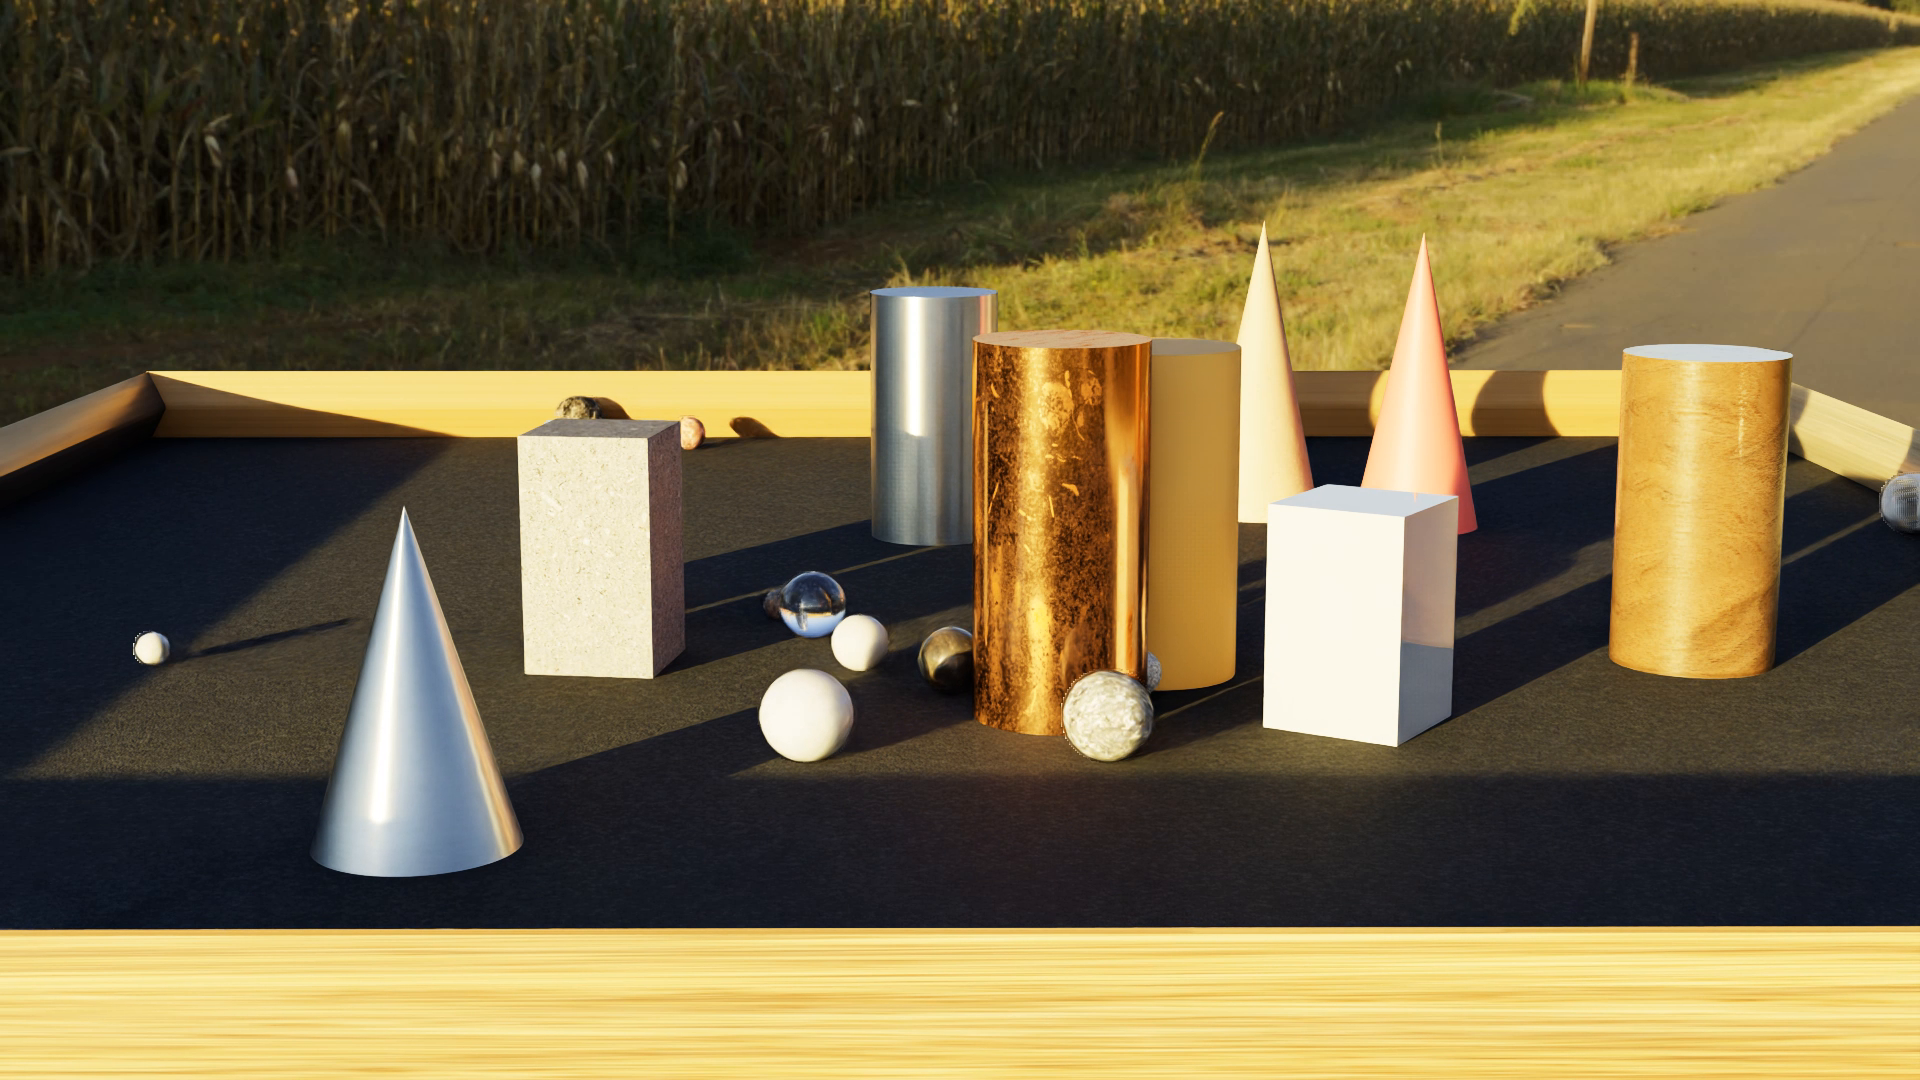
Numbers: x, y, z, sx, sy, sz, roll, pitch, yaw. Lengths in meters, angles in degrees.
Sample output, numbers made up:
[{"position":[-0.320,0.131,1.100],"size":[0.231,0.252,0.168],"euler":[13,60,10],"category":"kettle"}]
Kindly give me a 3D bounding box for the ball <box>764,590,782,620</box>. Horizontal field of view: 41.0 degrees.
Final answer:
[{"position":[-0.240,0.086,3.408],"size":[0.042,0.042,0.042],"euler":[0,10,0],"category":"ball"}]

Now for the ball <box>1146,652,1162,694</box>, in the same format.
[{"position":[0.208,0.155,2.999],"size":[0.056,0.056,0.056],"euler":[0,10,0],"category":"ball"}]

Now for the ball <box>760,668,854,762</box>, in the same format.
[{"position":[-0.162,0.185,2.714],"size":[0.099,0.099,0.099],"euler":[0,10,0],"category":"ball"}]

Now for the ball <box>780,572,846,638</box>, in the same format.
[{"position":[-0.189,0.084,3.300],"size":[0.086,0.086,0.086],"euler":[0,10,0],"category":"ball"}]

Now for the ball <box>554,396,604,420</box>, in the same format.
[{"position":[-0.742,-0.235,5.001],"size":[0.094,0.094,0.094],"euler":[0,10,0],"category":"ball"}]

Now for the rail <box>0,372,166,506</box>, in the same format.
[{"position":[-1.573,0.035,3.440],"size":[0.045,0.129,3.339],"euler":[0,10,0],"category":"rail"}]

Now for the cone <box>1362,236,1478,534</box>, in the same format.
[{"position":[0.730,-0.254,4.075],"size":[0.199,0.469,0.199],"euler":[0,10,0],"category":"cone"}]

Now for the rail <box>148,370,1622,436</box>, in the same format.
[{"position":[-0.009,-0.266,5.067],"size":[3.193,0.129,0.045],"euler":[0,10,0],"category":"rail"}]

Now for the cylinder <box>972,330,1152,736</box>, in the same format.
[{"position":[0.113,-0.013,2.883],"size":[0.199,0.428,0.199],"euler":[0,10,0],"category":"cylinder"}]

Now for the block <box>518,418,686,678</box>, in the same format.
[{"position":[-0.437,0.007,3.151],"size":[0.159,0.291,0.159],"euler":[2,11,8],"category":"block"}]

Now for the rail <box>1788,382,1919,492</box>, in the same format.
[{"position":[1.573,0.032,3.458],"size":[0.045,0.129,3.339],"euler":[0,10,0],"category":"rail"}]

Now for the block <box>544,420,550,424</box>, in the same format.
[{"position":[-0.488,-0.031,3.483],"size":[0.159,0.245,0.159],"euler":[0,10,-1],"category":"block"}]

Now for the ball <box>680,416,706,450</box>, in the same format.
[{"position":[-0.520,-0.205,4.923],"size":[0.063,0.063,0.063],"euler":[0,10,0],"category":"ball"}]

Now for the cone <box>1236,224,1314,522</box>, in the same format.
[{"position":[0.493,-0.282,4.195],"size":[0.199,0.479,0.199],"euler":[0,10,0],"category":"cone"}]

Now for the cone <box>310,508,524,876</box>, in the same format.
[{"position":[-0.514,0.128,2.402],"size":[0.199,0.325,0.199],"euler":[0,10,0],"category":"cone"}]

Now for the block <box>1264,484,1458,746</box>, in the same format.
[{"position":[0.448,0.080,2.864],"size":[0.159,0.252,0.159],"euler":[6,12,31],"category":"block"}]

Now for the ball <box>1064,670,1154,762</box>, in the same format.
[{"position":[0.157,0.186,2.718],"size":[0.096,0.096,0.096],"euler":[0,10,0],"category":"ball"}]

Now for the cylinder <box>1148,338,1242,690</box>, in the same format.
[{"position":[0.236,-0.036,3.090],"size":[0.199,0.397,0.199],"euler":[0,10,0],"category":"cylinder"}]

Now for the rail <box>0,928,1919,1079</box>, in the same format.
[{"position":[0.009,0.333,1.830],"size":[3.193,0.129,0.045],"euler":[0,10,0],"category":"rail"}]

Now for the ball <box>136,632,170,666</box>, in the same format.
[{"position":[-0.992,0.134,3.155],"size":[0.041,0.041,0.041],"euler":[0,10,0],"category":"ball"}]

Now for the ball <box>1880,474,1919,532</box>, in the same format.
[{"position":[1.503,-0.058,4.048],"size":[0.094,0.094,0.094],"euler":[0,10,0],"category":"ball"}]

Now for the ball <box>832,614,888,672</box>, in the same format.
[{"position":[-0.122,0.125,3.123],"size":[0.069,0.069,0.069],"euler":[0,10,0],"category":"ball"}]

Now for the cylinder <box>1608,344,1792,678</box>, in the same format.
[{"position":[0.908,-0.039,3.150],"size":[0.199,0.382,0.199],"euler":[0,10,0],"category":"cylinder"}]

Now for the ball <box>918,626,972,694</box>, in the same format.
[{"position":[-0.010,0.141,3.012],"size":[0.078,0.078,0.078],"euler":[0,10,0],"category":"ball"}]

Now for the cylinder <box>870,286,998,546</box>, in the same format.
[{"position":[-0.040,-0.197,4.005],"size":[0.199,0.381,0.199],"euler":[0,10,0],"category":"cylinder"}]
